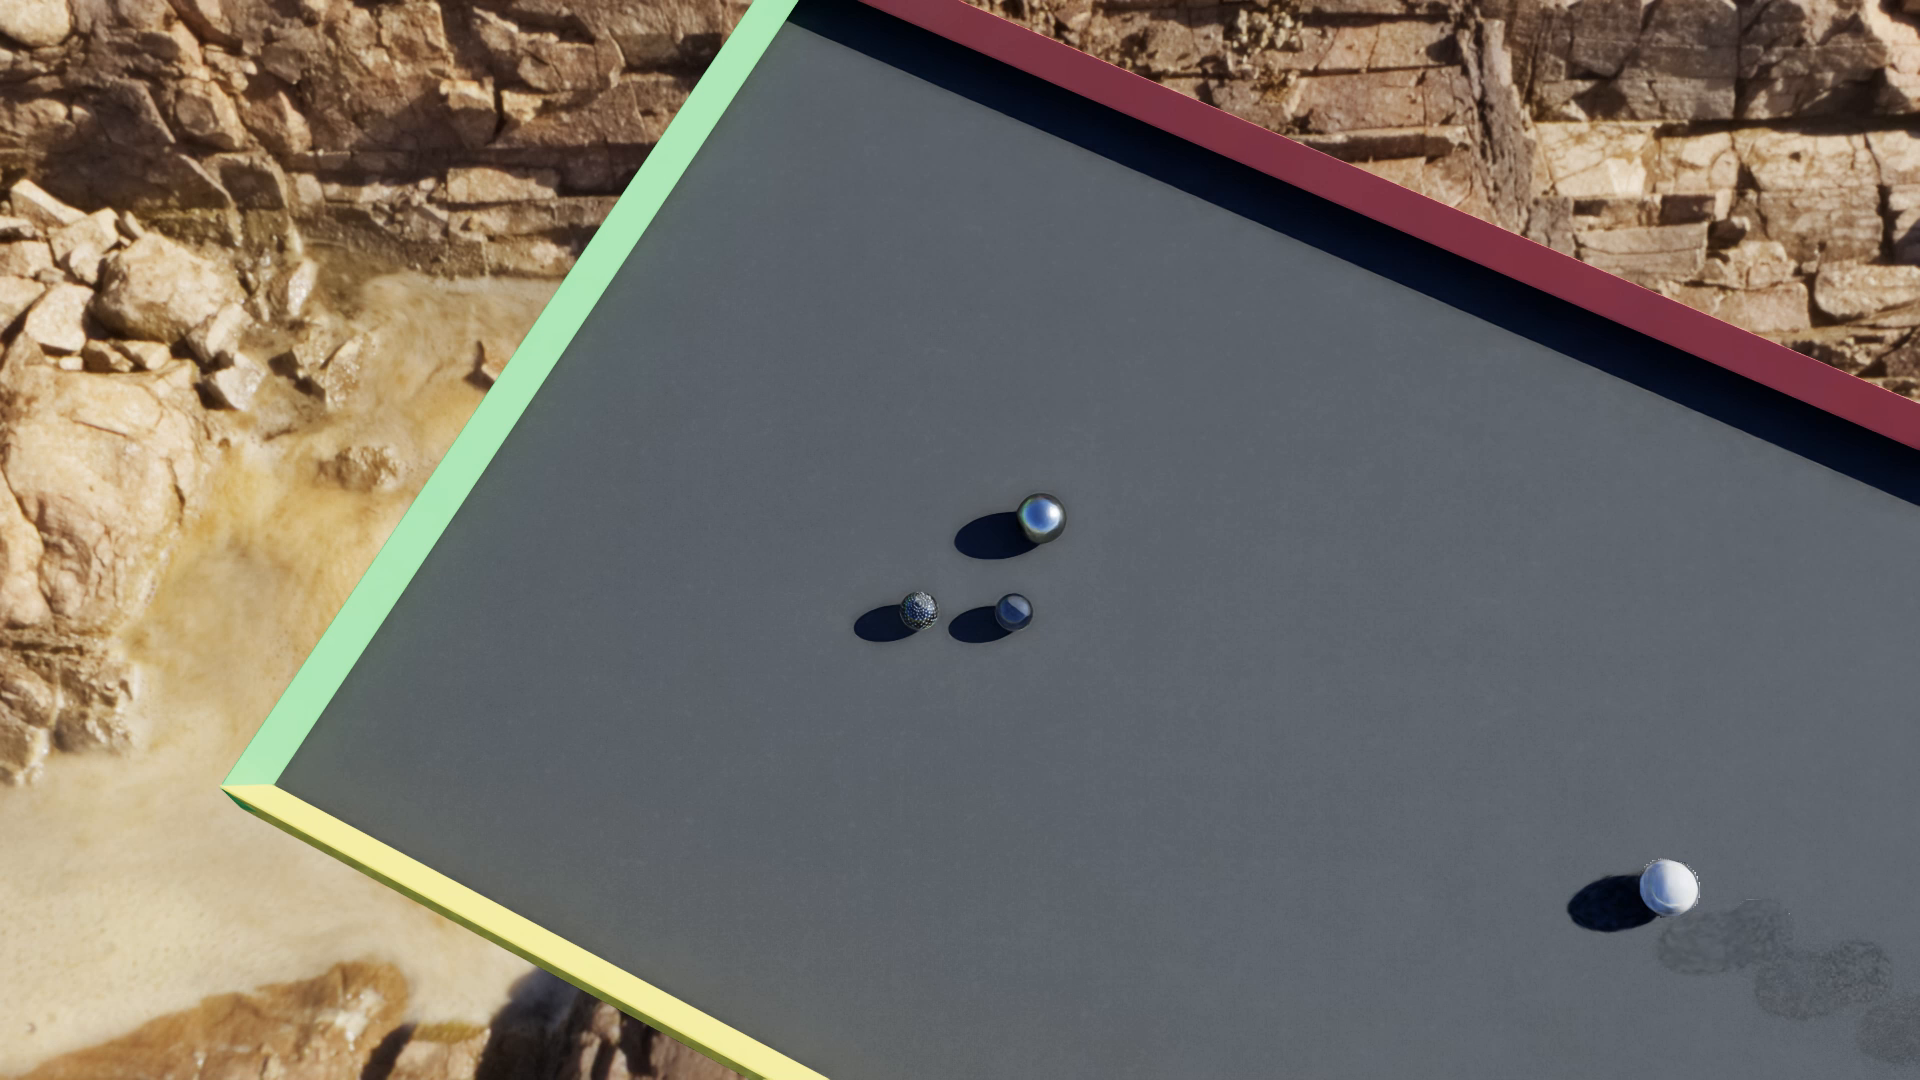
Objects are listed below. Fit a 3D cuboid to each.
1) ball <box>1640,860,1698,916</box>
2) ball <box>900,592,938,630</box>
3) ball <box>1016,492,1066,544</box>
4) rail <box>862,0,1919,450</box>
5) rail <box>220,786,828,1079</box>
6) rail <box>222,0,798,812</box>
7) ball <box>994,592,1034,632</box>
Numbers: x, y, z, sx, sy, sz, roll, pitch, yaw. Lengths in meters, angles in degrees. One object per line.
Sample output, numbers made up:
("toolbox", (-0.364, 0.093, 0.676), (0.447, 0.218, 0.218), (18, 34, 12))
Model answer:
("ball", (1.063, 0.522, 3.299), (0.083, 0.083, 0.083), (0, 66, 0))
("ball", (-0.065, 0.112, 3.492), (0.062, 0.062, 0.062), (0, 66, 0))
("ball", (0.131, -0.035, 3.546), (0.082, 0.082, 0.082), (0, 66, 0))
("rail", (1.099, -0.389, 3.688), (3.144, 0.108, 0.045), (25, 68, 11))
("rail", (0.298, 1.031, 3.059), (3.144, 0.108, 0.045), (25, 68, 11))
("rail", (-0.678, -0.328, 3.661), (0.045, 0.108, 1.794), (25, 68, 11))
("ball", (0.086, 0.114, 3.491), (0.062, 0.062, 0.062), (0, 66, 0))
